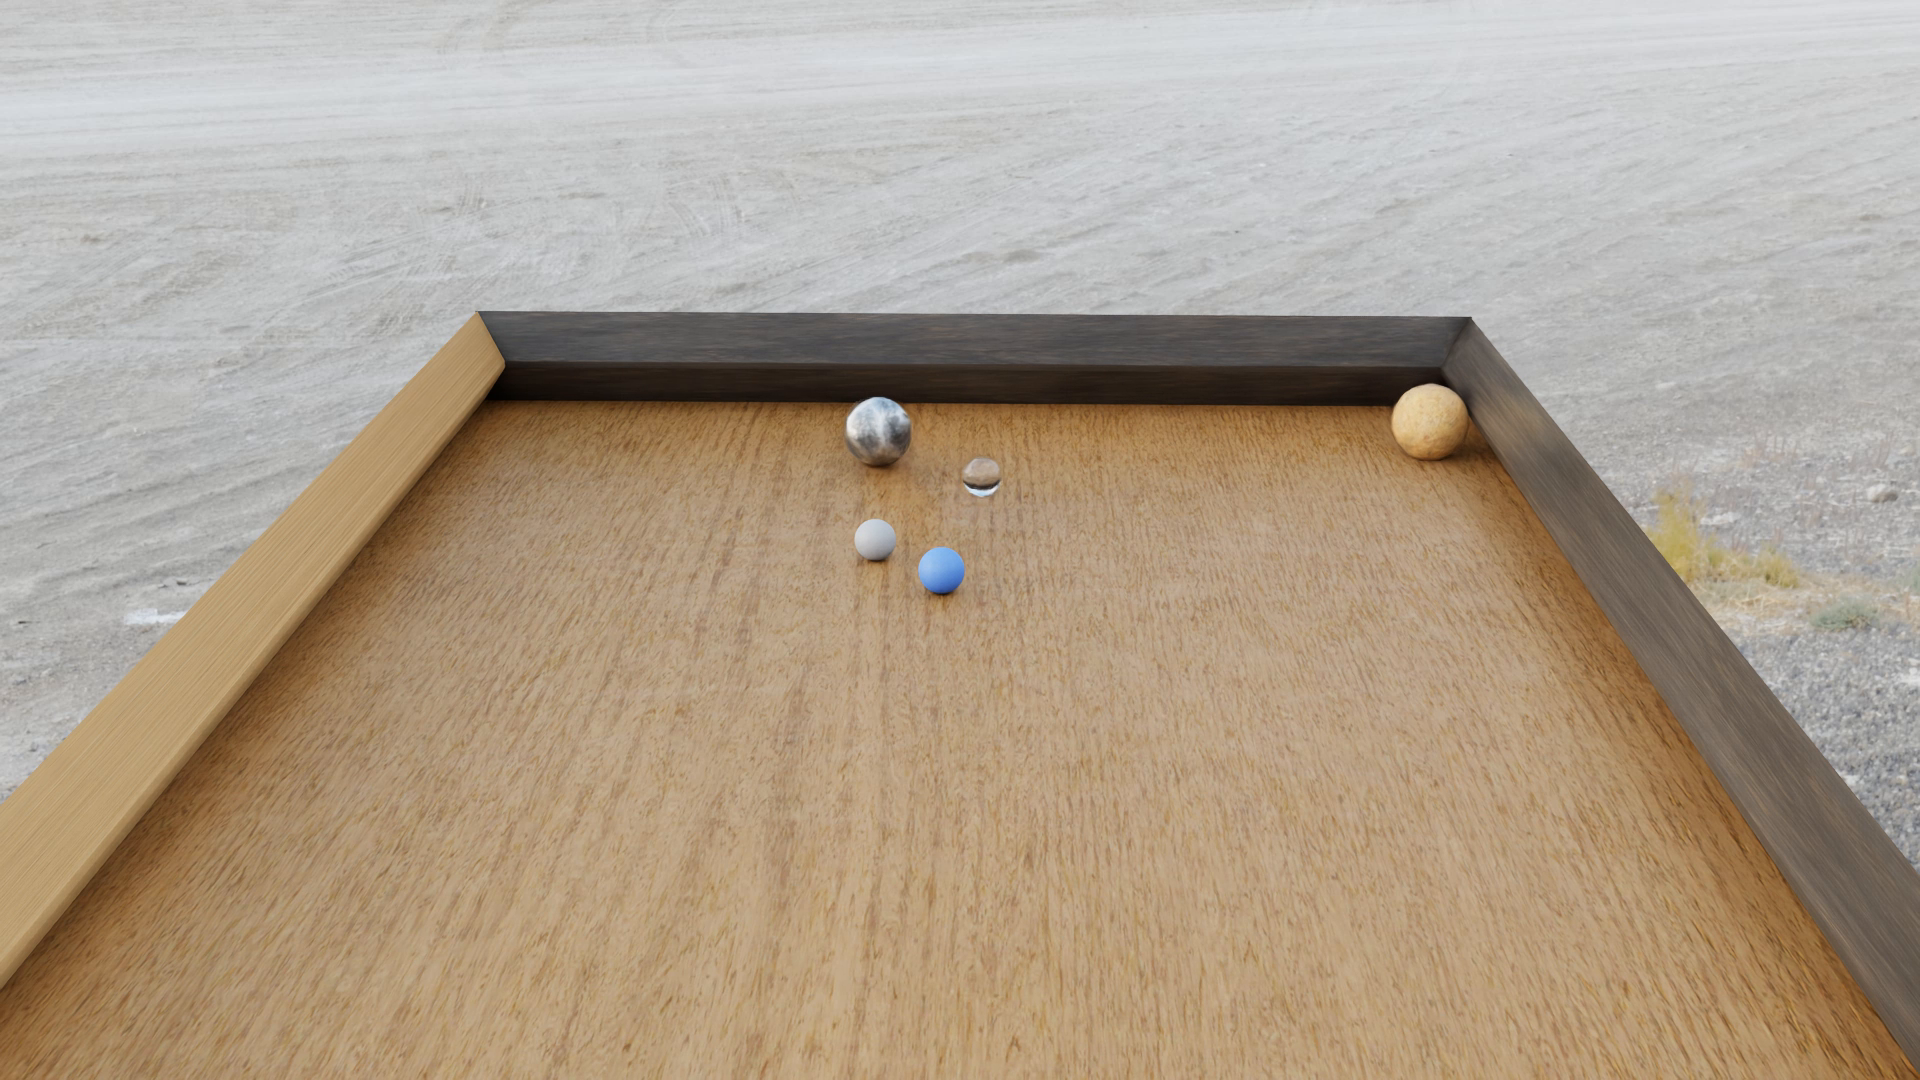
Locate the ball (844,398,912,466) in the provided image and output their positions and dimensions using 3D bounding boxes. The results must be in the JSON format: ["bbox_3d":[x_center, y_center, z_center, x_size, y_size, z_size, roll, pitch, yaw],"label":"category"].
[{"bbox_3d":[-0.103,-0.136,2.762,0.086,0.086,0.086,0,20,0],"label":"ball"}]

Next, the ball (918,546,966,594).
[{"bbox_3d":[-0.020,0.032,2.345,0.050,0.050,0.050,0,20,0],"label":"ball"}]

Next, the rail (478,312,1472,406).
[{"bbox_3d":[0.015,-0.241,2.994,1.357,0.125,0.045,0,20,1],"label":"rail"}]

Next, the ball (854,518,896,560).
[{"bbox_3d":[-0.094,0.000,2.441,0.046,0.046,0.046,0,20,0],"label":"ball"}]

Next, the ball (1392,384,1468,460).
[{"bbox_3d":[0.595,-0.150,2.784,0.096,0.096,0.096,0,20,0],"label":"ball"}]

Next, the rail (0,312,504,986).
[{"bbox_3d":[-0.670,0.178,1.824,0.045,0.125,2.566,0,20,1],"label":"rail"}]

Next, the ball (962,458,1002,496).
[{"bbox_3d":[0.027,-0.076,2.651,0.047,0.047,0.047,0,20,0],"label":"ball"}]

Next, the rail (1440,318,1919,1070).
[{"bbox_3d":[0.639,0.189,1.794,0.045,0.125,2.566,0,20,1],"label":"rail"}]
